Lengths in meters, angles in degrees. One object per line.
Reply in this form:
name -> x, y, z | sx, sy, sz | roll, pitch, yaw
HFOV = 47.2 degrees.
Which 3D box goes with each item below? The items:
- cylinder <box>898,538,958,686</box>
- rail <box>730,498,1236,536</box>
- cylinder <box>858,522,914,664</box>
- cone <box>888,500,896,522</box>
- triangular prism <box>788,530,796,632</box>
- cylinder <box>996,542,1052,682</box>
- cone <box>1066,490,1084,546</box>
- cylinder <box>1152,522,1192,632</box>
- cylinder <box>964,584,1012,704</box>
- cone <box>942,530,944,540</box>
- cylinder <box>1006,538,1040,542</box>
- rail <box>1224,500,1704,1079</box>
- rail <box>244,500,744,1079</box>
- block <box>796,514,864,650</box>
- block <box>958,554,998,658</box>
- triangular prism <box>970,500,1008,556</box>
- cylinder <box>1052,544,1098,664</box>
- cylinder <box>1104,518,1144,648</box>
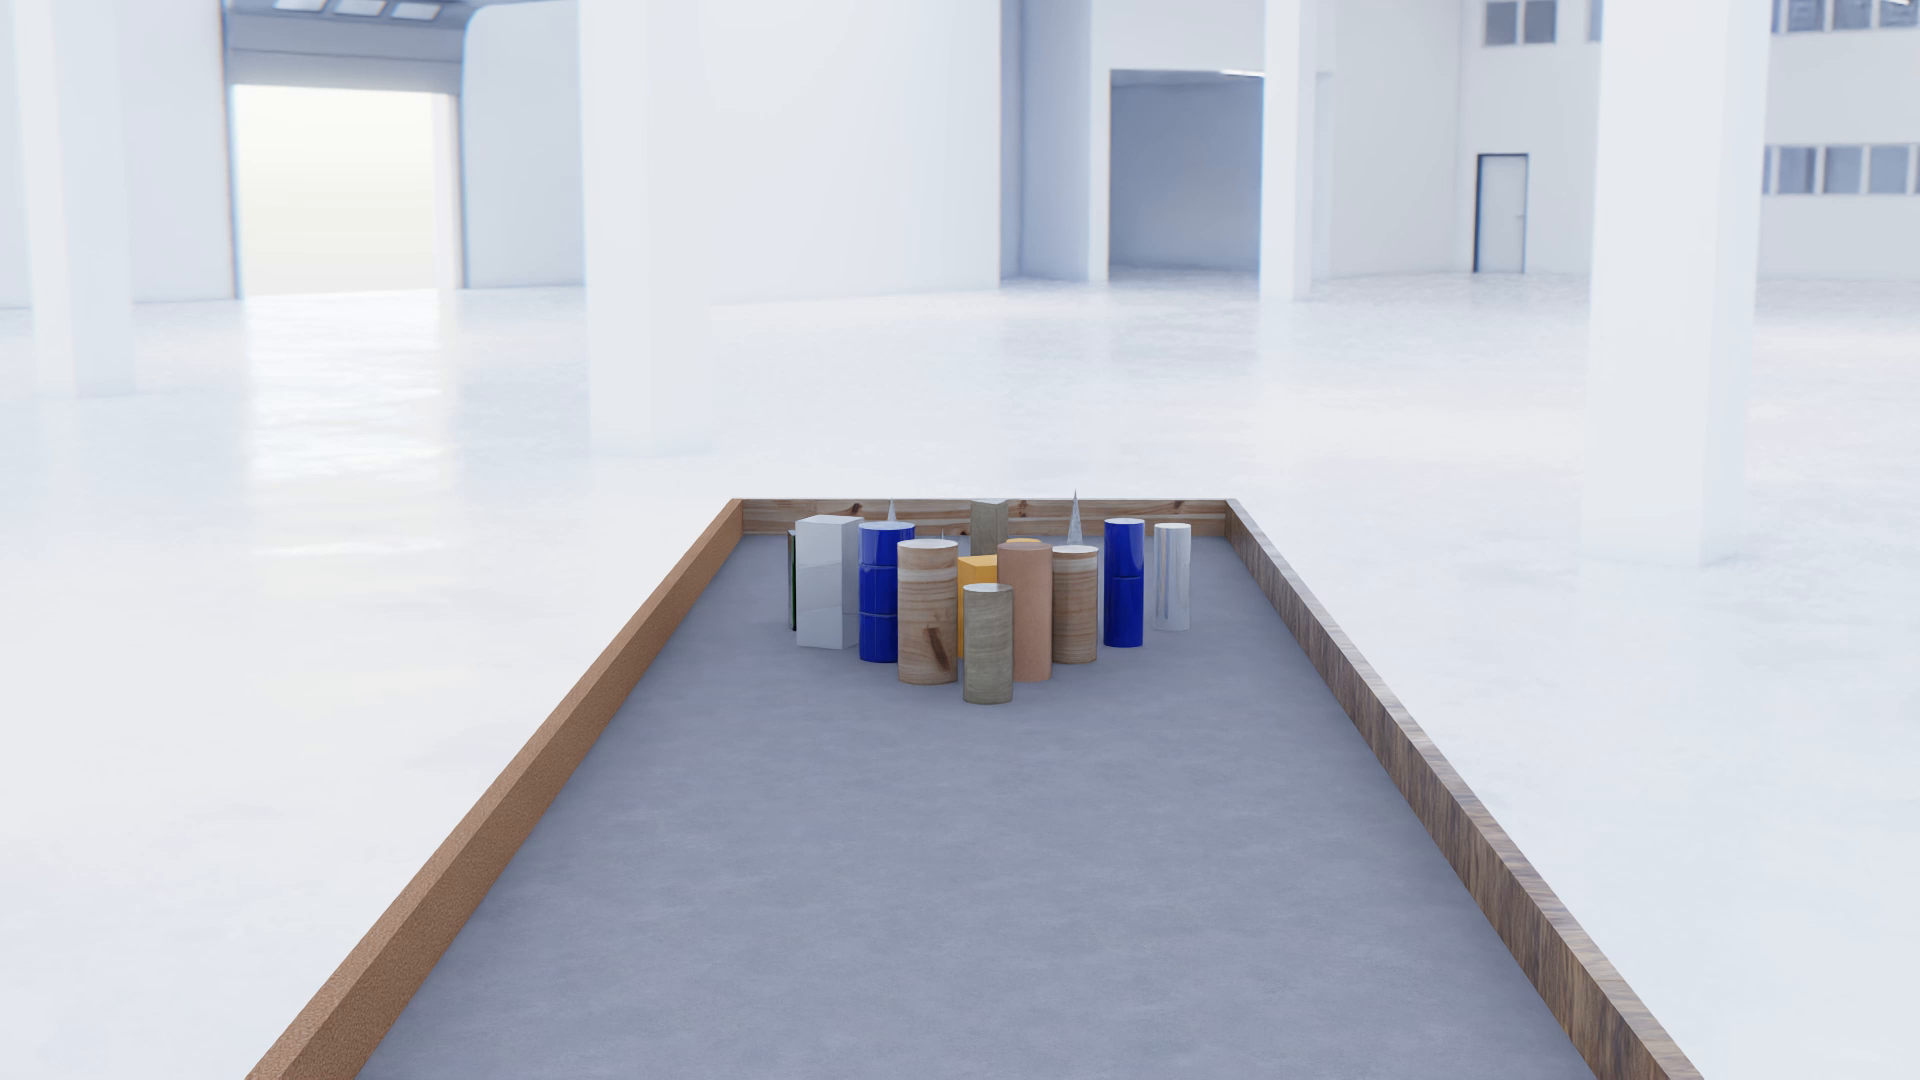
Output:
cylinder -> -0.094, 0.209, 6.410 | 0.176, 0.402, 0.176 | 0, 9, 0
rail -> 0.099, -0.098, 9.147 | 2.100, 0.150, 0.050 | 0, 9, 1
cylinder -> -0.223, 0.158, 6.706 | 0.172, 0.409, 0.172 | 0, 9, 0
cone -> -0.222, 0.068, 7.204 | 0.161, 0.431, 0.161 | 0, 9, 0
triangular prism -> -0.529, 0.129, 7.191 | 0.116, 0.315, 0.101 | -8, 12, -41
cylinder -> 0.189, 0.209, 6.448 | 0.163, 0.388, 0.163 | 0, 9, 0
cone -> 0.377, 0.055, 7.207 | 0.138, 0.456, 0.138 | 0, 9, 0
cylinder -> 0.692, 0.120, 7.176 | 0.119, 0.337, 0.119 | 0, 9, 0
cylinder -> 0.078, 0.290, 6.159 | 0.139, 0.320, 0.139 | 0, 9, 0
cone -> -0.054, 0.143, 6.949 | 0.111, 0.363, 0.111 | 0, 9, 0
cylinder -> 0.200, 0.162, 6.956 | 0.109, 0.322, 0.109 | 0, 9, 0
rail -> 1.046, 0.843, 3.208 | 0.050, 0.150, 12.000 | 0, 9, 1
rail -> -1.004, 0.839, 3.234 | 0.050, 0.150, 12.000 | 0, 9, 1
block -> -0.408, 0.130, 6.928 | 0.161, 0.395, 0.161 | 4, 10, 23
block -> 0.097, 0.211, 6.713 | 0.178, 0.303, 0.178 | -4, 10, -22
triangular prism -> 0.117, 0.074, 7.230 | 0.108, 0.411, 0.125 | -8, 12, -41
cylinder -> 0.342, 0.195, 6.690 | 0.153, 0.340, 0.153 | 0, 9, 0
cylinder -> 0.515, 0.134, 6.913 | 0.126, 0.392, 0.126 | 0, 9, 0
